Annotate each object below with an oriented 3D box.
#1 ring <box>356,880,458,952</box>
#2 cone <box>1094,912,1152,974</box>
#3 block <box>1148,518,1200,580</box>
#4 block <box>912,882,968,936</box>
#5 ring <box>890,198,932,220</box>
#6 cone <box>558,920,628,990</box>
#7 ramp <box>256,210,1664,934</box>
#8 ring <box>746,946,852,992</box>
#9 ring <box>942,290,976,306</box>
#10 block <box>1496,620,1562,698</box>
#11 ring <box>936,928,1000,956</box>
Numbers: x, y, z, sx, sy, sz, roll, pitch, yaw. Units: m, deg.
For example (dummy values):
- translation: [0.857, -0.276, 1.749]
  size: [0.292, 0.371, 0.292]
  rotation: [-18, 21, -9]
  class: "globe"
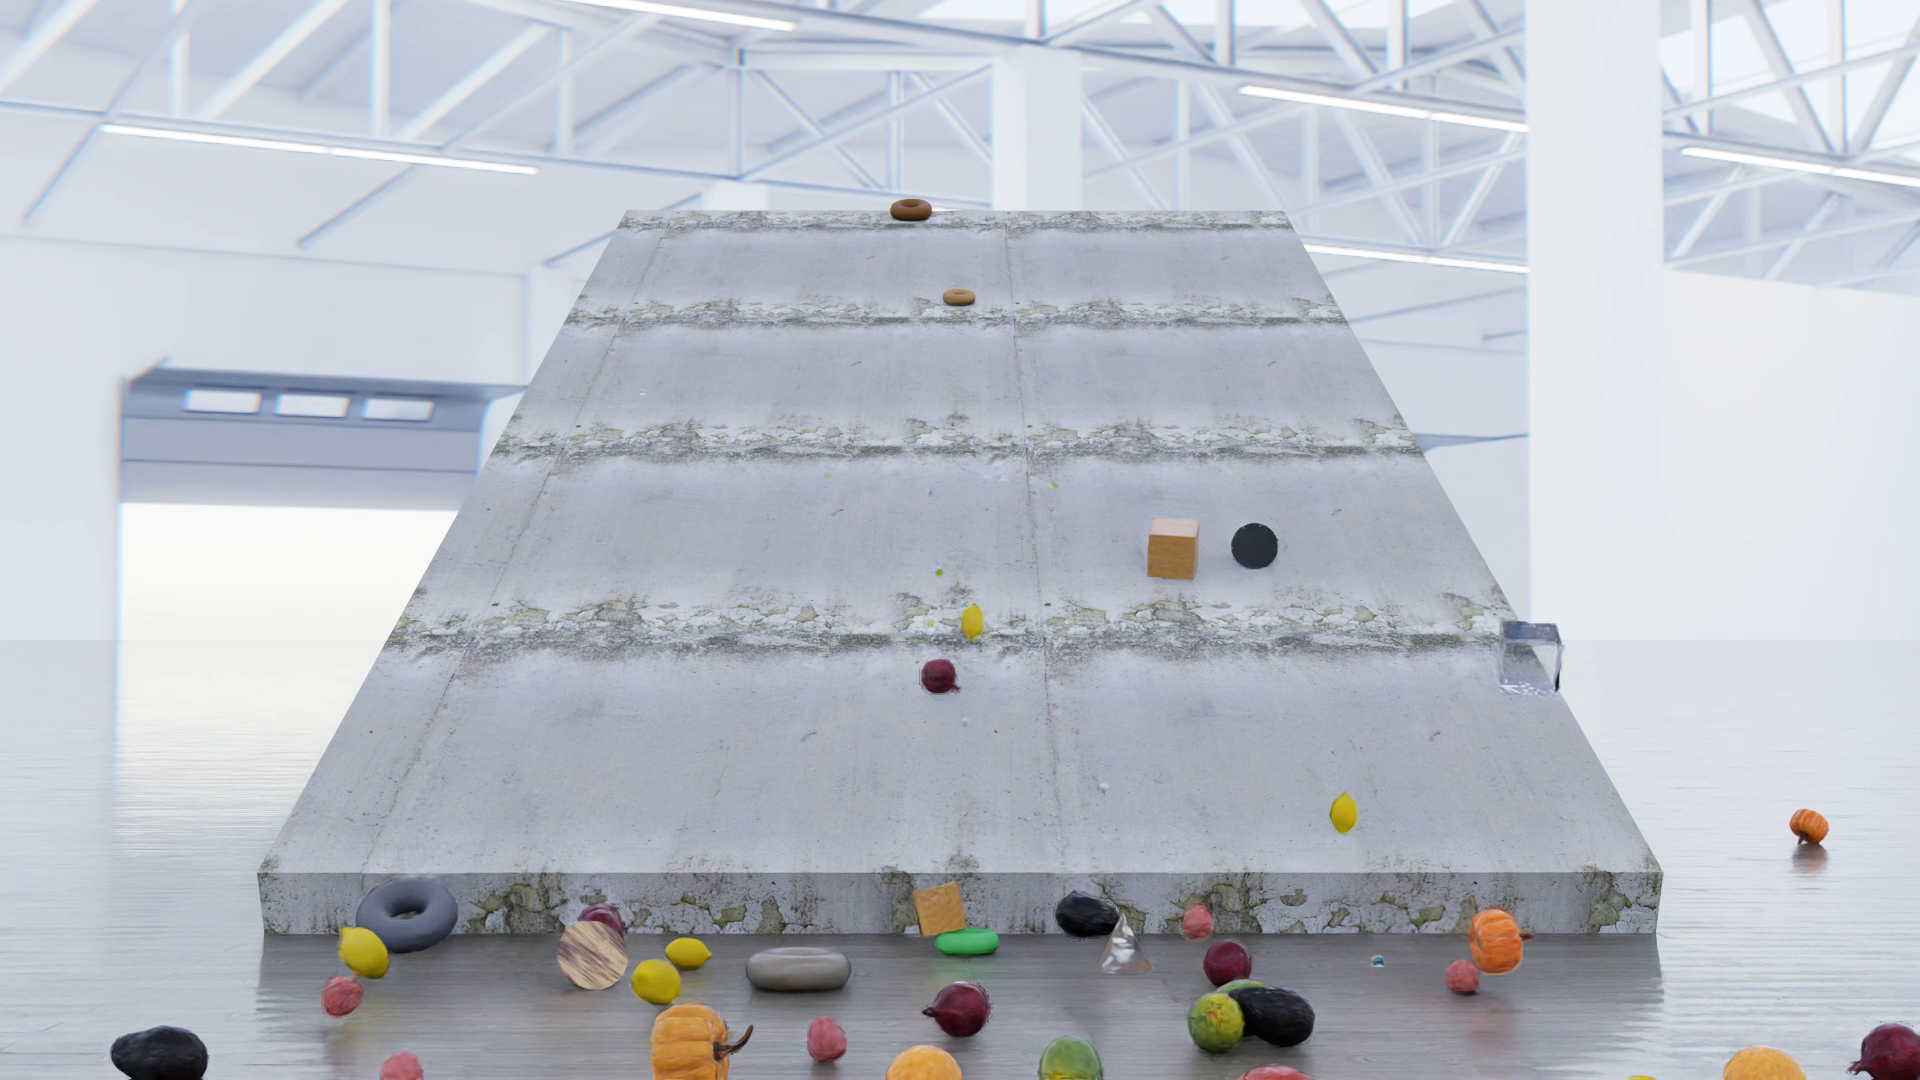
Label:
- translation: [-0.759, 0.516, 3.144]
  size: [0.137, 0.046, 0.137]
  rotation: [1, 28, 0]
  class: "ring"
- translation: [0.210, 0.514, 2.943]
  size: [0.074, 0.074, 0.074]
  rotation: [0, -2, 0]
  class: "cone"
- translation: [0.400, 0.016, 4.290]
  size: [0.087, 0.087, 0.087]
  rotation: [4, 22, 9]
  class: "block"
- translation: [-0.029, 0.502, 3.119]
  size: [0.060, 0.060, 0.060]
  rotation: [-12, -5, -6]
  class: "block"
- translation: [-0.147, -0.992, 6.887]
  size: [0.128, 0.043, 0.128]
  rotation: [-1, 26, 0]
  class: "ring"
- translation: [-0.466, 0.527, 2.827]
  size: [0.088, 0.088, 0.088]
  rotation: [1, -29, -27]
  class: "cone"
- translation: [-0.006, -0.219, 5.134]
  size: [2.000, 0.100, 4.000]
  rotation: [0, 22, 0]
  class: "ramp"
- translation: [-0.197, 0.525, 2.802]
  size: [0.129, 0.043, 0.129]
  rotation: [1, -3, 0]
  class: "ring"
- translation: [-0.002, -0.637, 6.013]
  size: [0.088, 0.029, 0.088]
  rotation: [1, 21, 0]
  class: "ring"
- translation: [0.950, 0.199, 3.826]
  size: [0.093, 0.093, 0.093]
  rotation: [3, 22, 7]
  class: "block"
- translation: [0.010, 0.543, 3.097]
  size: [0.087, 0.029, 0.087]
  rotation: [-1, -2, 0]
  class: "ring"
